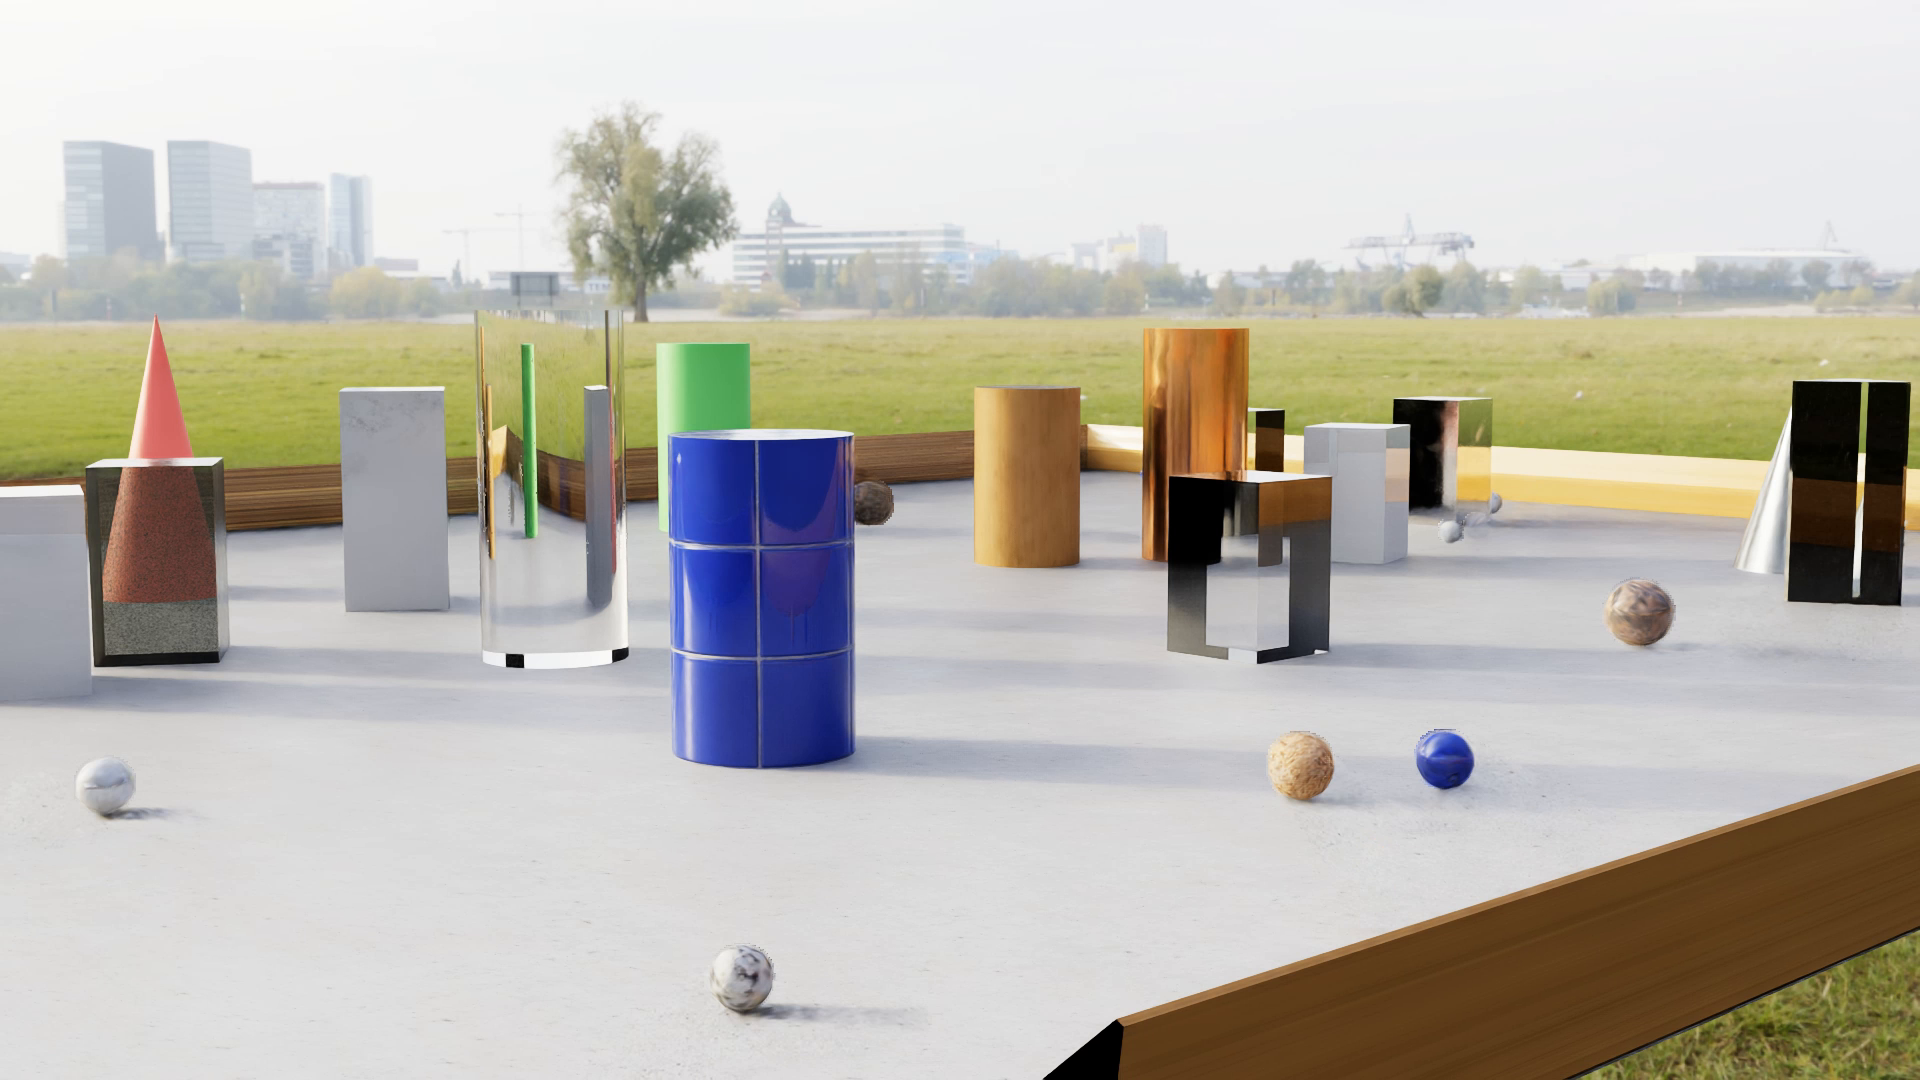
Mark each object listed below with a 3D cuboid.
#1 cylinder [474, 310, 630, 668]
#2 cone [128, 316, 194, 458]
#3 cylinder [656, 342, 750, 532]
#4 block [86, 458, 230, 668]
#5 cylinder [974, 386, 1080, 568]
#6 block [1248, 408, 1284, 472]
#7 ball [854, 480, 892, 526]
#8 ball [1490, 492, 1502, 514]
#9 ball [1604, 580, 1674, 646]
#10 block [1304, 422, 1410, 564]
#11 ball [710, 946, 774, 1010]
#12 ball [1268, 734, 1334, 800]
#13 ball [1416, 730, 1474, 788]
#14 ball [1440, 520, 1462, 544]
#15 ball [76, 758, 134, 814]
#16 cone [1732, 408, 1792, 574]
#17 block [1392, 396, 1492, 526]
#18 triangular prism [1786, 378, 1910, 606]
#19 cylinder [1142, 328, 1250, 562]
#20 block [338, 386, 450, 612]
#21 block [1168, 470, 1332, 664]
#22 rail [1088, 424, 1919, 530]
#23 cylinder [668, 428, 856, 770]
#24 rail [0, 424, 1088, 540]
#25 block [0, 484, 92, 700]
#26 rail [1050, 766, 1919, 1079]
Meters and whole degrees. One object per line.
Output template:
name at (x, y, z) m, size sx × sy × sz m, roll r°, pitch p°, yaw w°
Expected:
cylinder at (-0.515, -0.070, 2.780) m, size 0.185 × 0.440 × 0.185 m, roll 0°, pitch 6°, yaw 0°
cone at (-1.245, -0.137, 3.427) m, size 0.185 × 0.436 × 0.185 m, roll 0°, pitch 6°, yaw 0°
cylinder at (-0.511, -0.207, 4.399) m, size 0.185 × 0.371 × 0.185 m, roll 0°, pitch 6°, yaw 0°
block at (-1.017, 0.025, 2.797) m, size 0.148 × 0.248 × 0.148 m, roll -1°, pitch 6°, yaw -13°
cylinder at (0.117, -0.114, 3.829) m, size 0.185 × 0.305 × 0.185 m, roll 0°, pitch 6°, yaw 0°
block at (0.538, -0.139, 4.370) m, size 0.148 × 0.241 × 0.148 m, roll -5°, pitch 8°, yaw -37°
ball at (-0.183, -0.074, 4.459) m, size 0.092 × 0.092 × 0.092 m, roll 0°, pitch 6°, yaw 0°
ball at (1.106, -0.077, 4.579) m, size 0.046 × 0.046 × 0.046 m, roll 0°, pitch 6°, yaw 0°
ball at (0.892, 0.096, 2.888) m, size 0.087 × 0.087 × 0.087 m, roll 0°, pitch 6°, yaw 0°
block at (0.702, -0.085, 3.895) m, size 0.148 × 0.235 × 0.148 m, roll 3°, pitch 7°, yaw 27°
ball at (-0.139, 0.278, 1.395) m, size 0.041 × 0.041 × 0.041 m, roll 0°, pitch 6°, yaw 0°
ball at (0.309, 0.205, 1.993) m, size 0.060 × 0.060 × 0.060 m, roll 0°, pitch 6°, yaw 0°
ball at (0.449, 0.204, 2.036) m, size 0.053 × 0.053 × 0.053 m, roll 0°, pitch 6°, yaw 0°
ball at (0.926, -0.015, 4.146) m, size 0.042 × 0.042 × 0.042 m, roll 0°, pitch 6°, yaw 0°
ball at (-0.754, 0.216, 1.938) m, size 0.049 × 0.049 × 0.049 m, roll 0°, pitch 6°, yaw 0°
cone at (1.415, -0.102, 3.732) m, size 0.185 × 0.302 × 0.185 m, roll 0°, pitch 6°, yaw 0°
block at (0.994, -0.164, 4.536) m, size 0.148 × 0.256 × 0.148 m, roll 5°, pitch 8°, yaw 40°
triangular prism at (1.349, -0.077, 3.351) m, size 0.160 × 0.333 × 0.139 m, roll 2°, pitch 6°, yaw 20°
cylinder at (0.415, -0.171, 3.886) m, size 0.185 × 0.406 × 0.185 m, roll 0°, pitch 6°, yaw 0°
block at (-0.842, -0.064, 3.285) m, size 0.148 × 0.322 × 0.148 m, roll -1°, pitch 6°, yaw -12°
block at (0.373, 0.031, 2.835) m, size 0.148 × 0.228 × 0.148 m, roll -6°, pitch 8°, yaw -43°
rail at (1.533, -0.118, 4.739) m, size 0.045 × 0.120 × 3.540 m, roll -6°, pitch 8°, yaw -42°
cylinder at (-0.197, 0.053, 2.197) m, size 0.185 × 0.318 × 0.185 m, roll 0°, pitch 6°, yaw 0°
rail at (-1.184, -0.104, 4.608) m, size 4.218 × 0.120 × 0.045 m, roll -6°, pitch 8°, yaw -42°
block at (-1.095, 0.059, 2.554) m, size 0.148 × 0.231 × 0.148 m, roll -3°, pitch 7°, yaw -23°
rail at (1.184, 0.167, 2.056) m, size 4.218 × 0.120 × 0.045 m, roll -6°, pitch 8°, yaw -42°
